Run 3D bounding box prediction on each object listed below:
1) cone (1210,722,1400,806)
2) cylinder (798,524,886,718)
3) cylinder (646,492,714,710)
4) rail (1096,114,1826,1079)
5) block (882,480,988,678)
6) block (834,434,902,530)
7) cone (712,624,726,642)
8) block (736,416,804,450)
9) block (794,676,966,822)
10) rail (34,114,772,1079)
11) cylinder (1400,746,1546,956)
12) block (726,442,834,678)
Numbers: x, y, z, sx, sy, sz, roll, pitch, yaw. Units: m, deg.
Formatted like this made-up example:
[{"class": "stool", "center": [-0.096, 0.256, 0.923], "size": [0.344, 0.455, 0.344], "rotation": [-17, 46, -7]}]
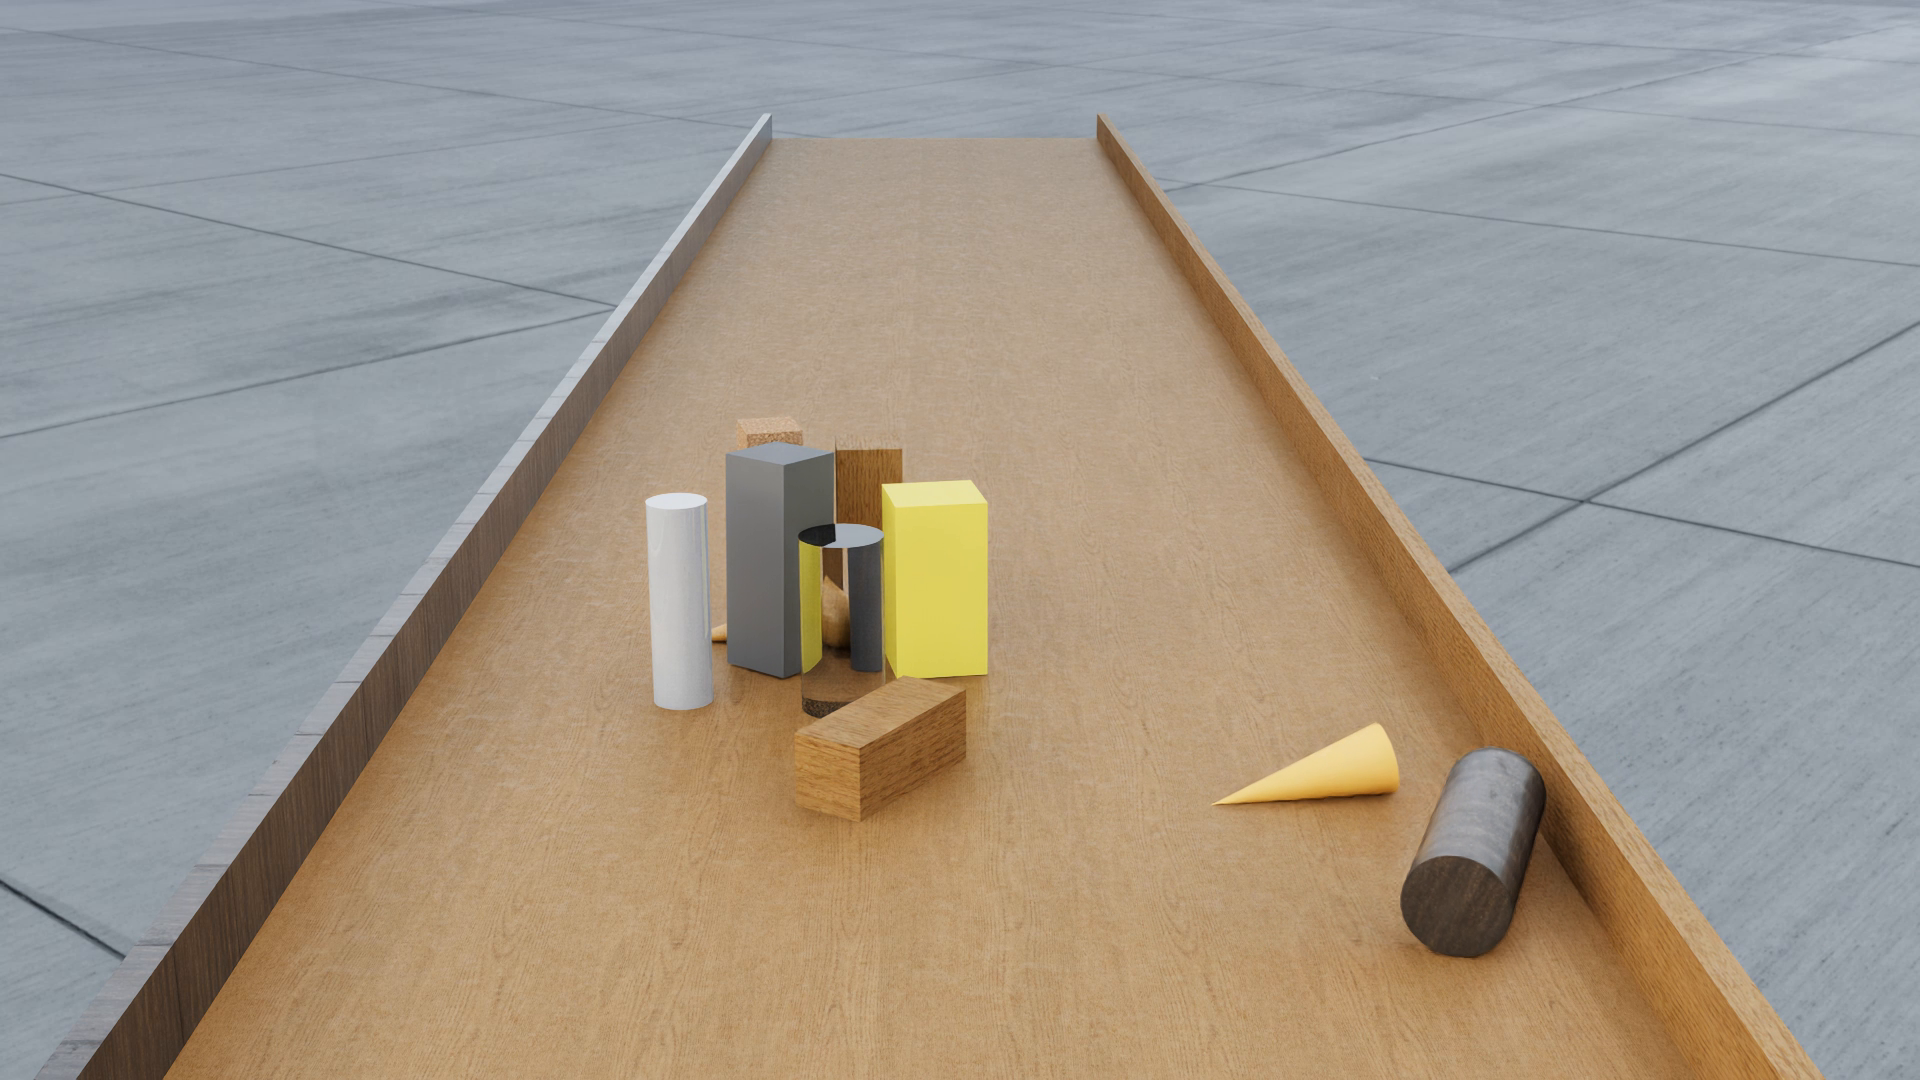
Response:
[{"class": "cone", "center": [0.575, 0.410, 3.741], "size": [0.316, 0.122, 0.122], "rotation": [-14, 19, -8]}, {"class": "cylinder", "center": [-0.220, 0.153, 4.123], "size": [0.160, 0.336, 0.160], "rotation": [0, 17, 0]}, {"class": "cylinder", "center": [-0.528, 0.116, 4.147], "size": [0.114, 0.393, 0.114], "rotation": [0, 17, 0]}, {"class": "rail", "center": [0.932, -0.844, 7.801], "size": [0.050, 0.150, 12.000], "rotation": [0, 17, -1]}, {"class": "block", "center": [-0.051, 0.077, 4.353], "size": [0.180, 0.349, 0.180], "rotation": [-3, 16, -10]}, {"class": "block", "center": [-0.191, -0.024, 4.641], "size": [0.135, 0.379, 0.135], "rotation": [-1, 17, -5]}, {"class": "cone", "center": [-0.368, 0.170, 4.528], "size": [0.450, 0.148, 0.148], "rotation": [-11, 17, -3]}, {"class": "block", "center": [-0.391, -0.029, 4.558], "size": [0.115, 0.433, 0.115], "rotation": [-5, 19, -15]}, {"class": "block", "center": [-0.133, 0.356, 3.799], "size": [0.132, 0.132, 0.330], "rotation": [10, 19, 31]}, {"class": "rail", "center": [-1.118, -0.838, 7.780], "size": [0.050, 0.150, 12.000], "rotation": [0, 17, -1]}, {"class": "cylinder", "center": [0.792, 0.469, 3.370], "size": [0.159, 0.159, 0.443], "rotation": [6, 18, 20]}, {"class": "block", "center": [-0.355, 0.036, 4.346], "size": [0.150, 0.428, 0.150], "rotation": [12, 18, 35]}]
